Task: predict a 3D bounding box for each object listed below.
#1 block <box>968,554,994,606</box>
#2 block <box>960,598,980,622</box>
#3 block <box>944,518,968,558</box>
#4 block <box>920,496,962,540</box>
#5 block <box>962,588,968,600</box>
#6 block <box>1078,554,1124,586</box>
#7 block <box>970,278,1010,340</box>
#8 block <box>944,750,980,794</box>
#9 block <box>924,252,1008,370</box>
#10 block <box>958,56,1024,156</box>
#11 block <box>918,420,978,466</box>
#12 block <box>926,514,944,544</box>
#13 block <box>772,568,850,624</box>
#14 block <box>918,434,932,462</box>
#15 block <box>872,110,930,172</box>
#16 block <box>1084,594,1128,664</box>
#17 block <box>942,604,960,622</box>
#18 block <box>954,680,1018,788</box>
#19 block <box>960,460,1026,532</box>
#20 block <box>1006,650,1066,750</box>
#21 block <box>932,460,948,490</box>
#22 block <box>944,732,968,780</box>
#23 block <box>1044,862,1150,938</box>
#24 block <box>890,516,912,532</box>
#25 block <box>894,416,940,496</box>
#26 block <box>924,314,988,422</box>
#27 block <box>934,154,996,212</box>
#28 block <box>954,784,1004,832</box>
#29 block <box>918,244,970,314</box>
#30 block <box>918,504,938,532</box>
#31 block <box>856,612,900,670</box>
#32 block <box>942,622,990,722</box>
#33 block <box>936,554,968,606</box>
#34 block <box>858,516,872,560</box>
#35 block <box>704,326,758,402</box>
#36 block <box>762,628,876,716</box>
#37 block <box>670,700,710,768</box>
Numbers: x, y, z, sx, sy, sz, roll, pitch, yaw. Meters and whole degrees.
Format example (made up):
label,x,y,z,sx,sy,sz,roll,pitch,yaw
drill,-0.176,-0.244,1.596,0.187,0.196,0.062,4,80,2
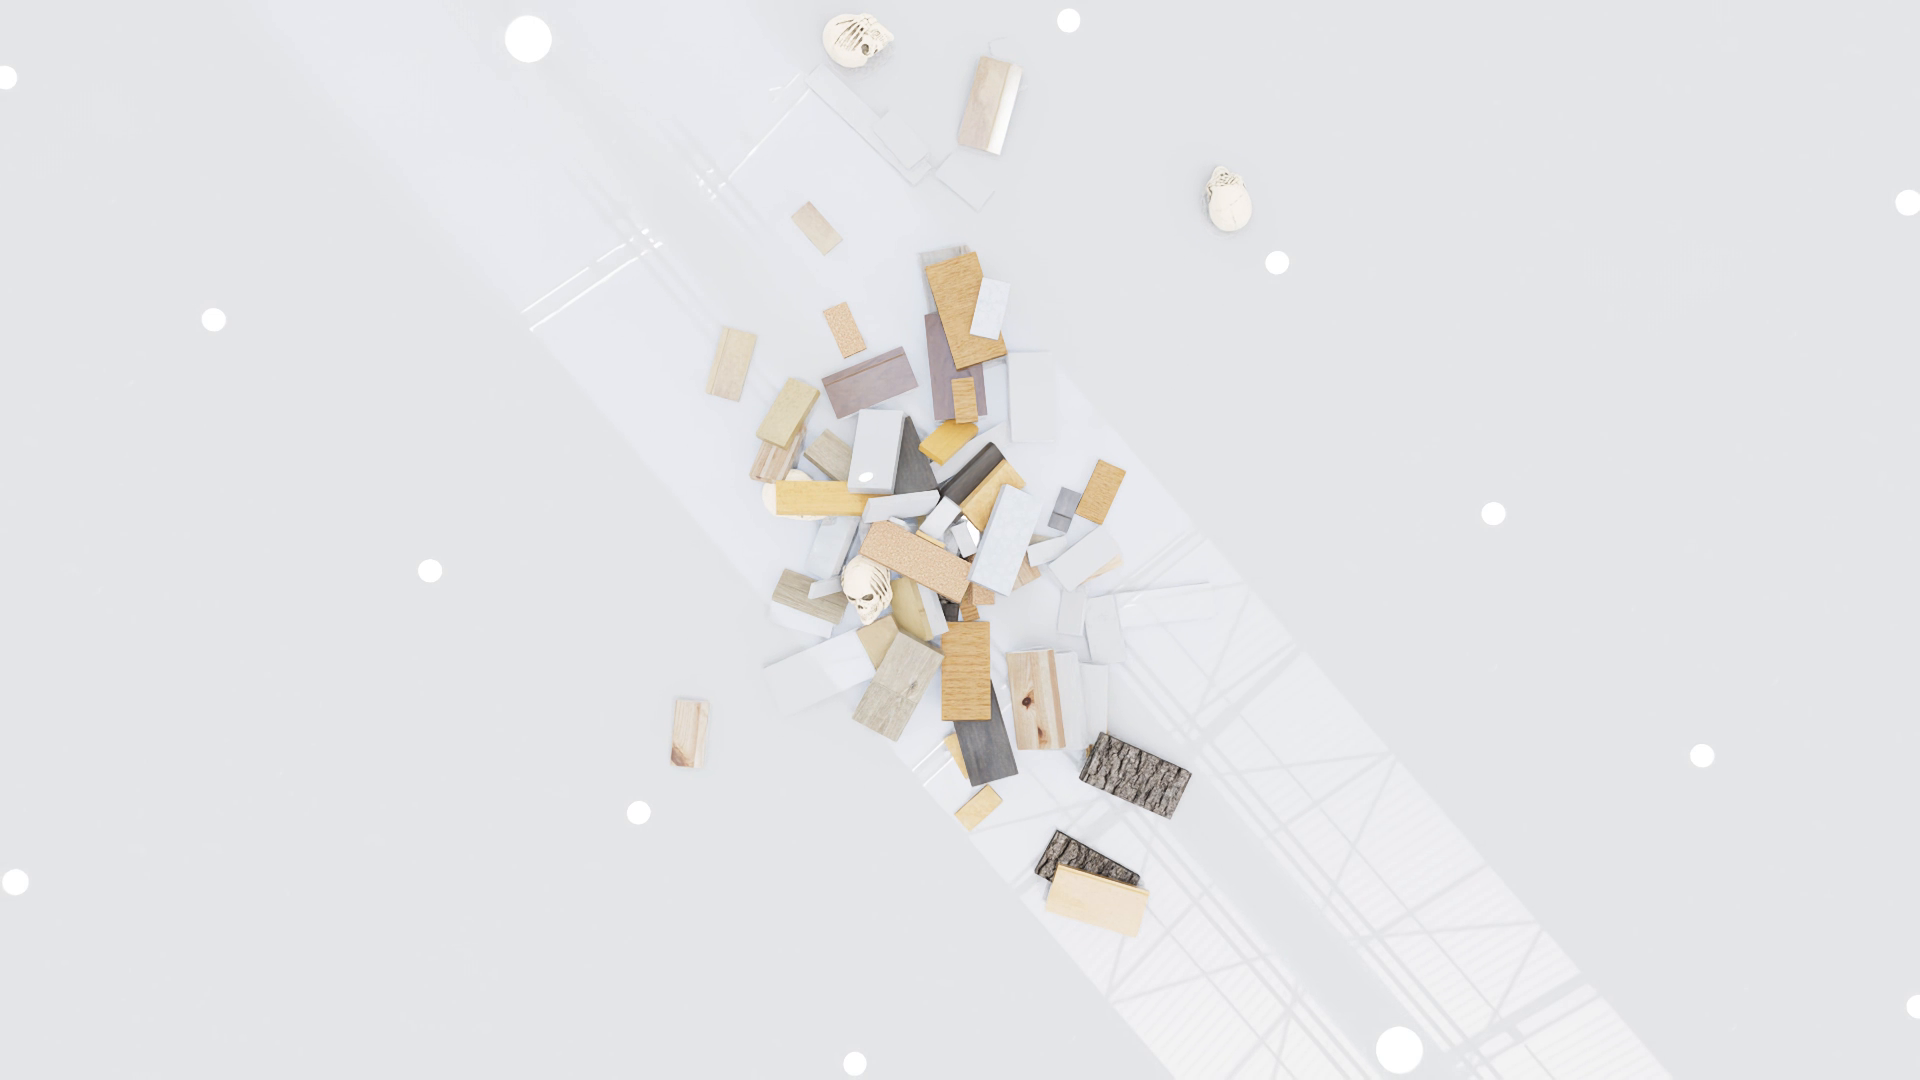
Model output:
label,x,y,z,sx,sy,sz,roll,pitch,yaw
block,0.069,0.121,5.460,0.095,0.027,0.189,-1,90,-39
block,0.025,0.217,5.492,0.055,0.016,0.111,-16,90,0
block,-0.041,0.015,5.452,0.095,0.027,0.189,9,80,27
block,-0.064,-0.070,5.374,0.070,0.020,0.139,38,111,-4
block,0.006,0.140,5.472,0.055,0.016,0.111,-6,79,21
block,0.452,0.079,5.488,0.164,0.023,0.082,-26,90,0
block,0.098,-0.747,5.339,0.093,0.026,0.186,13,89,0
block,0.009,0.763,5.489,0.076,0.021,0.151,-19,90,0
block,0.020,-0.746,5.377,0.174,0.049,0.348,-17,89,0
block,0.101,-1.438,5.463,0.146,0.041,0.292,16,97,0
block,-0.036,-0.333,5.423,0.099,0.028,0.197,36,56,14
block,-0.080,-0.031,5.409,0.054,0.015,0.107,0,108,10
block,-0.491,0.188,5.448,0.237,0.034,0.118,21,48,0
block,-0.125,-0.274,5.476,0.072,0.021,0.145,11,90,25
block,-0.198,-1.324,5.463,0.093,0.026,0.186,-42,90,0
block,0.477,0.299,5.466,0.111,0.031,0.222,-11,90,20
block,-0.029,0.213,5.457,0.055,0.016,0.111,4,83,25
block,0.071,0.638,5.441,0.161,0.046,0.322,-16,78,-2
block,0.106,-0.146,5.440,0.223,0.032,0.112,-47,121,-9
block,0.249,0.527,5.435,0.161,0.046,0.322,-7,90,35
block,-0.073,-0.229,5.475,0.073,0.021,0.147,5,87,18
block,0.014,0.709,5.461,0.076,0.021,0.151,-29,79,-5
block,0.451,1.186,5.433,0.314,0.044,0.157,17,90,0
block,-0.192,-0.046,5.361,0.051,0.103,0.015,22,78,18
block,-0.182,-0.258,5.412,0.145,0.041,0.291,-21,62,-2
block,-0.014,-0.573,5.424,0.174,0.049,0.348,-6,89,0
block,0.016,-1.190,5.487,0.186,0.026,0.093,40,90,0
block,0.062,0.892,5.489,0.151,0.021,0.076,-42,90,0
block,-0.025,-0.790,5.475,0.174,0.049,0.348,-10,90,0
block,-0.106,-0.106,5.447,0.073,0.021,0.147,-8,78,17
block,-0.223,0.385,5.451,0.131,0.037,0.263,-26,99,10
block,0.019,0.434,5.440,0.161,0.046,0.322,-1,77,1
block,-0.030,0.118,5.452,0.095,0.027,0.189,4,80,26
block,-0.277,-0.046,5.428,0.111,0.031,0.222,-4,67,-17
block,-0.761,-0.584,5.484,0.114,0.032,0.229,16,90,0
block,-0.465,0.438,5.476,0.340,0.048,0.170,-24,90,0
block,-0.898,0.645,5.485,0.108,0.031,0.217,5,90,0
